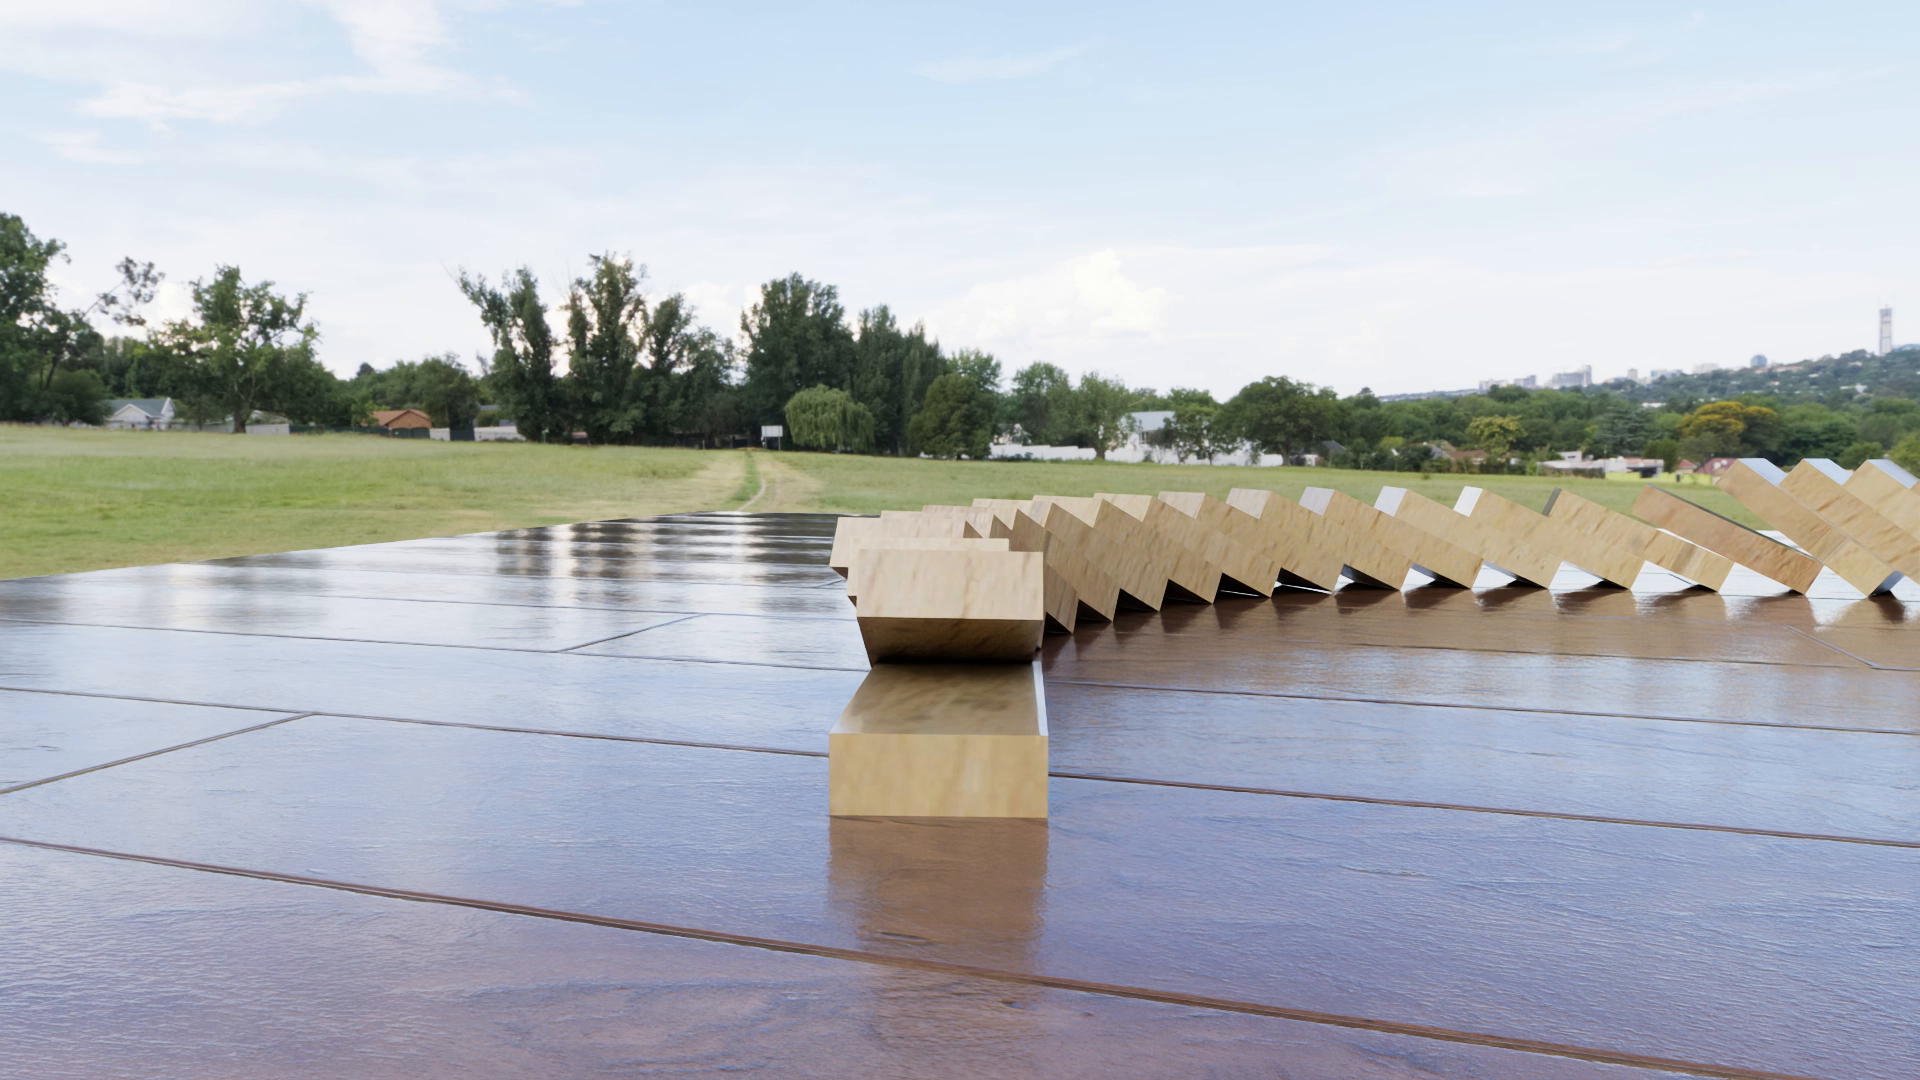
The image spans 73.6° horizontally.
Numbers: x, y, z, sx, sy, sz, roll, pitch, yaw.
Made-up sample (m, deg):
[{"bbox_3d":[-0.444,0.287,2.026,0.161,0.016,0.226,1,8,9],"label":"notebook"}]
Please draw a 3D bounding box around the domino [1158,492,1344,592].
[{"bbox_3d":[0.082,0.000,0.369,0.050,0.009,0.025,24,-5,-20],"label":"domino"}]

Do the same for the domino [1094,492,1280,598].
[{"bbox_3d":[0.062,0.001,0.354,0.050,0.010,0.025,25,-9,-29],"label":"domino"}]

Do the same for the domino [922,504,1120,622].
[{"bbox_3d":[0.014,0.006,0.297,0.025,0.010,0.050,3,-19,36],"label":"domino"}]

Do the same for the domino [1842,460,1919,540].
[{"bbox_3d":[0.274,-0.003,0.356,0.025,0.010,0.050,-4,43,-42],"label":"domino"}]

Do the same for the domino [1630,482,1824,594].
[{"bbox_3d":[0.227,-0.001,0.382,0.050,0.010,0.025,31,18,24],"label":"domino"}]

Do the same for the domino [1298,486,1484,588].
[{"bbox_3d":[0.129,-0.001,0.387,0.050,0.009,0.025,24,2,-5],"label":"domino"}]

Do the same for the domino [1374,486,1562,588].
[{"bbox_3d":[0.153,-0.001,0.390,0.050,0.009,0.025,25,5,1],"label":"domino"}]

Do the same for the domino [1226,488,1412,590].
[{"bbox_3d":[0.105,0.000,0.379,0.050,0.009,0.025,24,-2,-14],"label":"domino"}]

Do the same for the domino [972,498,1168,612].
[{"bbox_3d":[0.027,0.004,0.319,0.025,0.009,0.050,4,-18,45],"label":"domino"}]

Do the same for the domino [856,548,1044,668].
[{"bbox_3d":[-0.001,0.014,0.197,0.025,0.009,0.050,1,-18,0],"label":"domino"}]

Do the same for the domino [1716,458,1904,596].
[{"bbox_3d":[0.251,-0.005,0.377,0.025,0.010,0.050,-4,43,-42],"label":"domino"}]

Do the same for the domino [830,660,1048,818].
[{"bbox_3d":[-0.001,0.025,0.171,0.025,0.009,0.050,0,4,3],"label":"domino"}]

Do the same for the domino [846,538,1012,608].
[{"bbox_3d":[-0.002,0.012,0.223,0.025,0.010,0.050,1,-18,7],"label":"domino"}]

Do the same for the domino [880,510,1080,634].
[{"bbox_3d":[0.005,0.008,0.274,0.025,0.010,0.050,2,-19,27],"label":"domino"}]

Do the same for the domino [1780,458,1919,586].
[{"bbox_3d":[0.264,-0.004,0.368,0.025,0.009,0.050,-3,43,-42],"label":"domino"}]

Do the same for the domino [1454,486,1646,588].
[{"bbox_3d":[0.178,-0.001,0.390,0.050,0.010,0.025,25,8,7],"label":"domino"}]

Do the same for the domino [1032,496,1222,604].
[{"bbox_3d":[0.043,0.003,0.337,0.050,0.010,0.025,27,-14,-37],"label":"domino"}]

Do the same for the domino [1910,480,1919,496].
[{"bbox_3d":[0.284,-0.002,0.343,0.025,0.009,0.050,-4,43,-42],"label":"domino"}]

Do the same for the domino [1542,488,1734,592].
[{"bbox_3d":[0.203,-0.001,0.388,0.050,0.010,0.025,27,13,17],"label":"domino"}]

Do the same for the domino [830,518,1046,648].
[{"bbox_3d":[-0.003,0.009,0.250,0.025,0.009,0.050,1,-20,22],"label":"domino"}]
